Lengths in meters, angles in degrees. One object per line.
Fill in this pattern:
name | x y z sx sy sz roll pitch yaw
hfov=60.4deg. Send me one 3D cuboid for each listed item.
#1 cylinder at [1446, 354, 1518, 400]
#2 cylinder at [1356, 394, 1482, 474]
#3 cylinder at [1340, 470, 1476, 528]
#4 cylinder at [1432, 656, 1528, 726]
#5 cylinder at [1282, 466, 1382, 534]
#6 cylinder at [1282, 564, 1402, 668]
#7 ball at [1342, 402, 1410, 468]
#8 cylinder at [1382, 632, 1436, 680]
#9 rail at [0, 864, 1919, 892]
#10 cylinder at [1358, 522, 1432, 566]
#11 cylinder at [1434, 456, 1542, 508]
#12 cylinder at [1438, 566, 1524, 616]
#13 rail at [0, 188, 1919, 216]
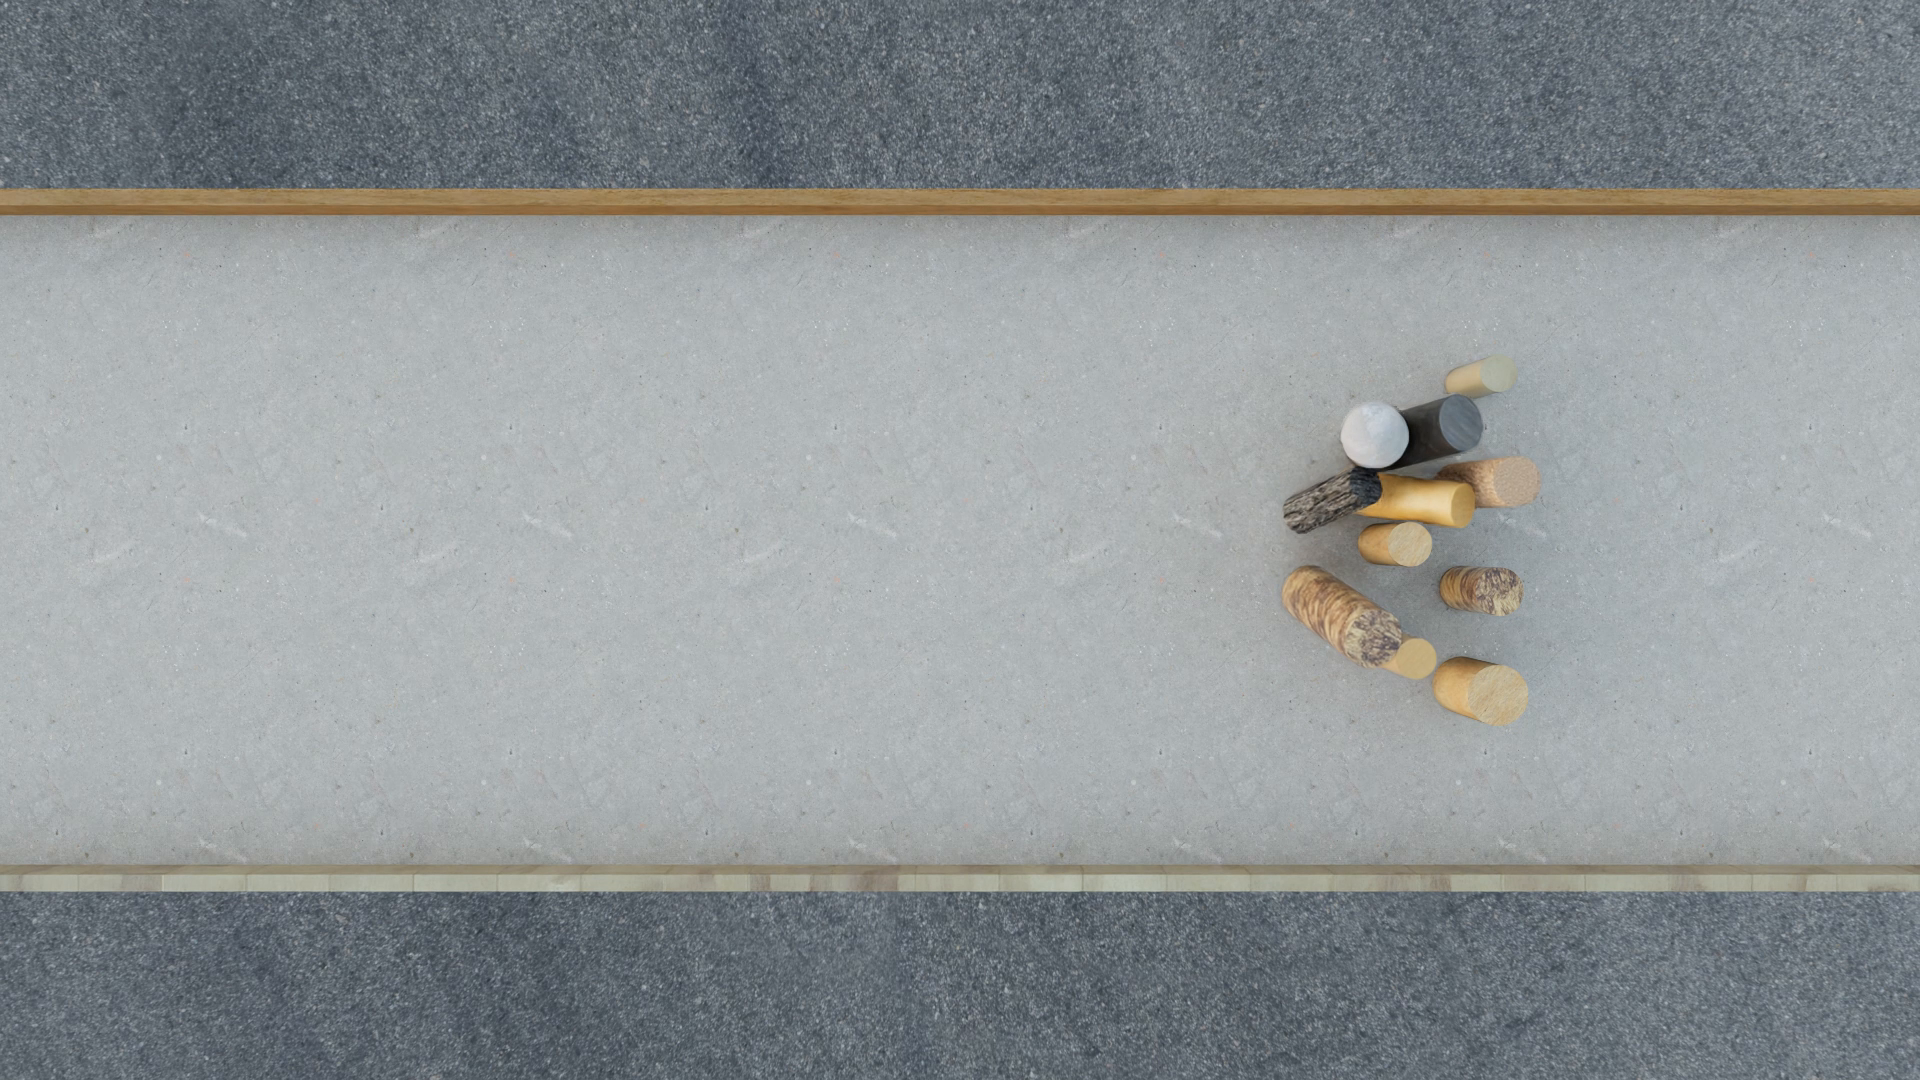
cylinder | 1.548 -0.480 4.907 0.108 0.340 0.108 0 90 0
cylinder | 1.342 -0.308 4.872 0.164 0.378 0.164 5 80 -27
cylinder | 1.311 -0.124 4.886 0.131 0.401 0.131 -9 103 -42
cylinder | 1.542 0.446 4.902 0.175 0.350 0.175 0 90 0
cylinder | 1.107 -0.118 4.916 0.121 0.304 0.121 10 69 -27
cylinder | 1.113 0.218 4.841 0.172 0.438 0.172 -4 107 -13
ball | 1.199 -0.301 4.764 0.190 0.190 0.190 0 90 0
cylinder | 1.280 0.326 4.867 0.116 0.412 0.116 0 93 -3
rail | -2.247 1.025 5.001 12.000 0.150 0.050 0 90 0
cylinder | 1.289 0.012 4.901 0.128 0.352 0.128 0 90 0
cylinder | 1.546 -0.165 4.854 0.143 0.432 0.143 0 90 -6
cylinder | 1.543 0.148 4.895 0.138 0.362 0.138 0 90 0
rail | -2.247 -1.025 5.002 12.000 0.150 0.050 0 90 0
